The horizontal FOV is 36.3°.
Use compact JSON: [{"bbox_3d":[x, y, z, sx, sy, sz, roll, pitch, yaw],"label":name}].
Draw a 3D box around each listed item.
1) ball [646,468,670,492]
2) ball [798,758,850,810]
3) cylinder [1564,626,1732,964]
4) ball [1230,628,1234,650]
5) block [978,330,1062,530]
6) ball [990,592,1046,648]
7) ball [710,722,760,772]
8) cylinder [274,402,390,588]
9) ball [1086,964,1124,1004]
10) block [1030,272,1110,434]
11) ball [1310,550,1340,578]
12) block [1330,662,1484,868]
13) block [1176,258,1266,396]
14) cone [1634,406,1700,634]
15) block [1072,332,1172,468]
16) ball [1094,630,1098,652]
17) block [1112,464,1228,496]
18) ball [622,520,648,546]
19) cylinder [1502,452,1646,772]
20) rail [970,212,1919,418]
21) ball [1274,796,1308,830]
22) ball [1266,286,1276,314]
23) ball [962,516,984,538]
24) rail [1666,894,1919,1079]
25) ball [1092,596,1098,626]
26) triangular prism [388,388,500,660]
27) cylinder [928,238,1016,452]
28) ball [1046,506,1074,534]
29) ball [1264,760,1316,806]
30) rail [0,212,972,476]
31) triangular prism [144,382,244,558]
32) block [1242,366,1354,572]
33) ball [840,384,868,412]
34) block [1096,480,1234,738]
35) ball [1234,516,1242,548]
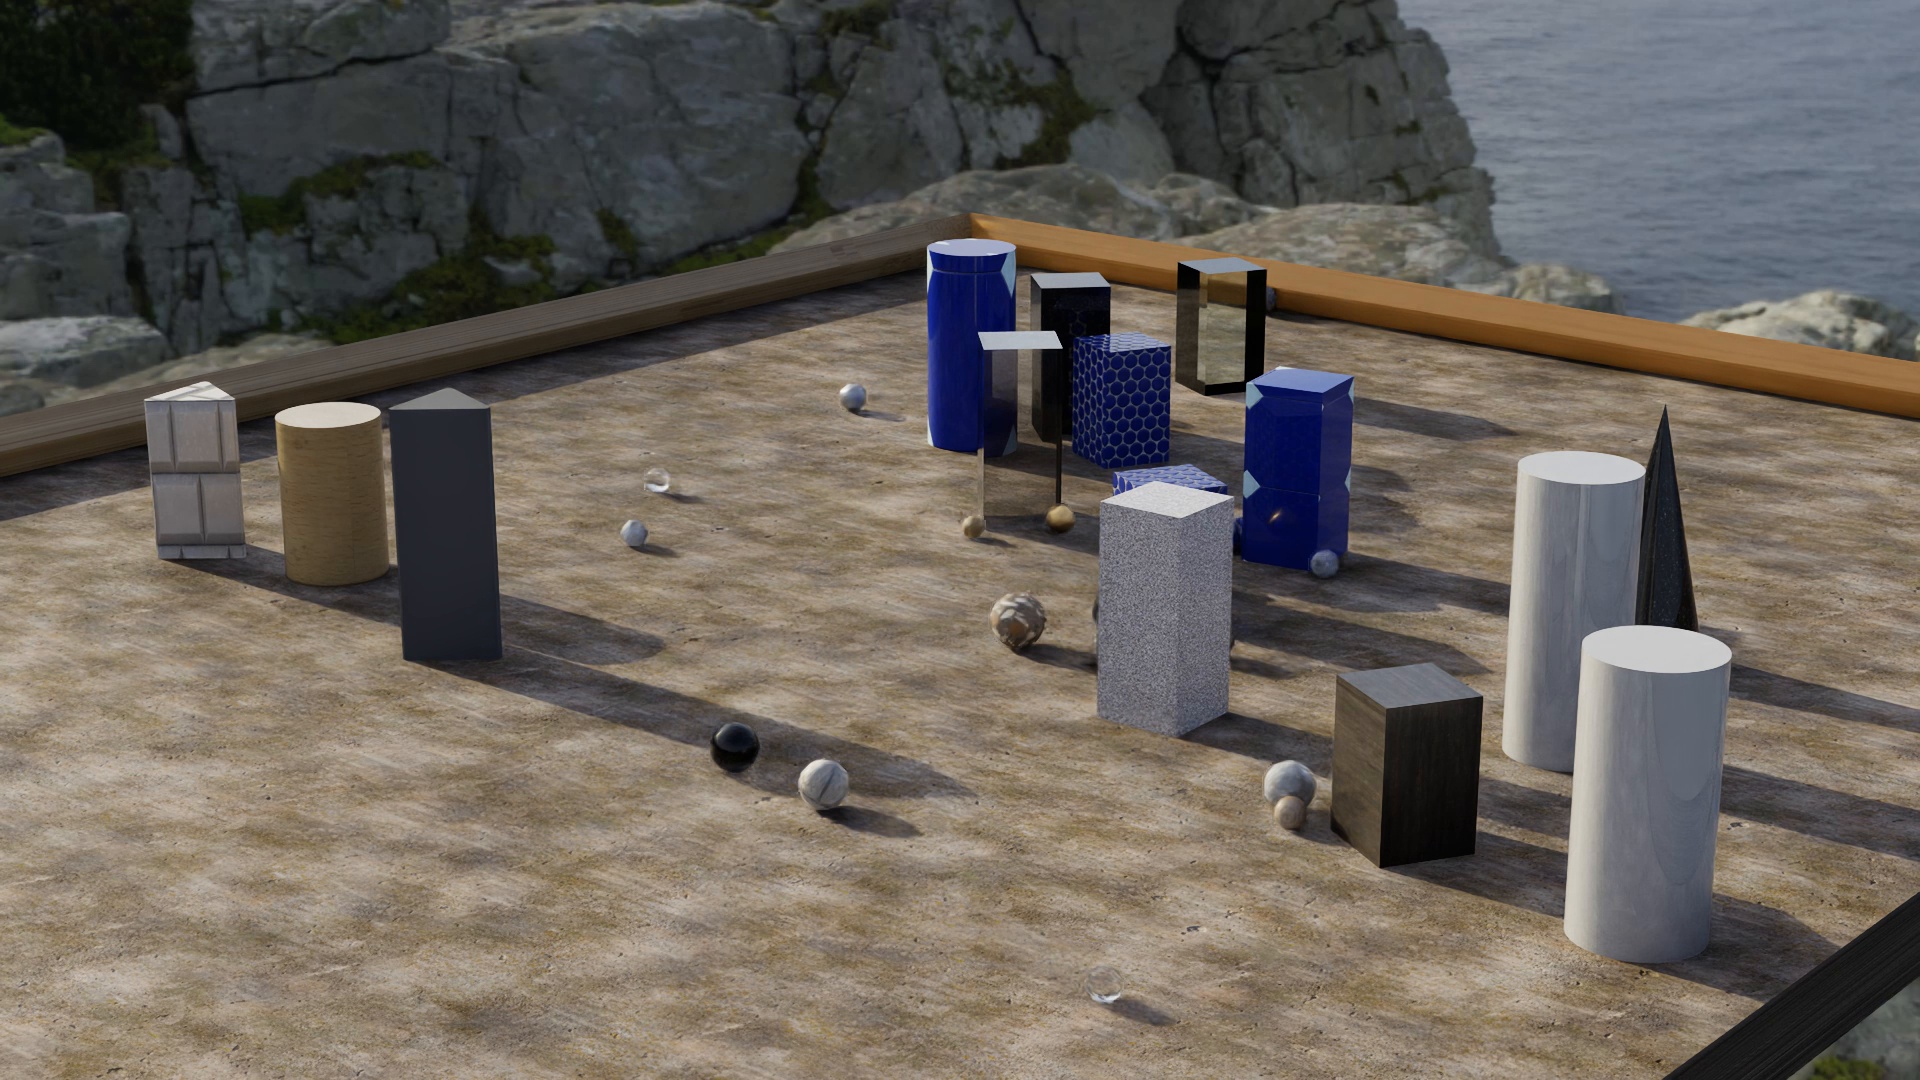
[{"bbox_3d":[-0.590,-0.117,5.729,0.050,0.050,0.050,0,17,0],"label":"ball"},{"bbox_3d":[-0.193,0.347,4.158,0.072,0.072,0.072,0,17,0],"label":"ball"},{"bbox_3d":[0.867,0.320,3.707,0.182,0.385,0.182,0,17,0],"label":"cylinder"},{"bbox_3d":[0.415,0.162,4.780,0.065,0.065,0.065,0,17,0],"label":"ball"},{"bbox_3d":[0.111,-0.206,5.511,0.146,0.346,0.146,-1,17,-4],"label":"block"},{"bbox_3d":[0.096,0.132,4.834,0.091,0.091,0.091,0,17,0],"label":"ball"},{"bbox_3d":[-0.330,0.304,4.297,0.074,0.074,0.074,0,17,0],"label":"ball"},{"bbox_3d":[-1.112,-0.082,5.197,0.182,0.289,0.182,0,17,0],"label":"cylinder"},{"bbox_3d":[0.176,0.540,3.566,0.046,0.046,0.046,0,17,0],"label":"ball"},{"bbox_3d":[0.231,-0.394,6.184,0.146,0.314,0.146,-2,17,-7],"label":"block"},{"bbox_3d":[0.647,0.043,5.200,0.050,0.050,0.050,0,17,0],"label":"ball"},{"bbox_3d":[0.611,0.307,4.018,0.146,0.229,0.146,-6,18,-19],"label":"block"},{"bbox_3d":[0.580,-0.476,6.528,0.146,0.274,0.146,-7,18,-22],"label":"block"},{"bbox_3d":[1.118,-0.009,4.706,0.182,0.435,0.182,0,17,0],"label":"cone"},{"bbox_3d":[0.328,-0.286,5.957,0.146,0.240,0.146,-8,18,-24],"label":"block"},{"bbox_3d":[0.256,0.163,4.754,0.078,0.078,0.078,0,17,0],"label":"ball"},{"bbox_3d":[0.358,0.002,5.035,0.146,0.223,0.146,-6,18,-20],"label":"block"},{"bbox_3d":[-0.598,-0.013,5.385,0.049,0.049,0.049,0,17,0],"label":"ball"},{"bbox_3d":[0.904,0.104,4.326,0.182,0.439,0.182,0,17,0],"label":"cylinder"},{"bbox_3d":[1.466,-0.460,6.737,3.853,0.119,0.045,14,22,39],"label":"rail"},{"bbox_3d":[0.461,0.380,4.092,0.046,0.046,0.046,0,17,0],"label":"ball"},{"bbox_3d":[0.750,-0.597,7.274,0.071,0.071,0.071,0,17,0],"label":"ball"},{"bbox_3d":[0.024,-0.024,5.434,0.043,0.043,0.043,0,17,0],"label":"ball"},{"bbox_3d":[1.437,0.391,3.927,0.045,0.119,4.520,14,22,39],"label":"rail"},{"bbox_3d":[0.260,0.119,4.896,0.079,0.079,0.079,0,17,0],"label":"ball"},{"bbox_3d":[-0.832,-0.027,4.790,0.158,0.422,0.137,-1,17,-2],"label":"triangular prism"},{"bbox_3d":[0.024,-0.402,6.050,0.182,0.409,0.182,0,17,0],"label":"cylinder"},{"bbox_3d":[0.186,-0.038,5.464,0.052,0.052,0.052,0,17,0],"label":"ball"},{"bbox_3d":[0.466,0.349,4.147,0.074,0.074,0.074,0,17,0],"label":"ball"},{"bbox_3d":[-1.437,-0.332,6.315,0.045,0.119,4.520,14,22,39],"label":"rail"},{"bbox_3d":[-1.379,-0.129,5.343,0.158,0.295,0.137,0,17,-2],"label":"triangular prism"},{"bbox_3d":[0.608,-0.129,5.285,0.146,0.330,0.146,9,19,28],"label":"block"},{"bbox_3d":[-0.231,-0.309,6.342,0.060,0.060,0.060,0,17,0],"label":"ball"},{"bbox_3d":[0.314,0.104,4.485,0.146,0.347,0.146,13,21,36],"label":"block"},{"bbox_3d":[0.518,-0.013,5.369,0.059,0.059,0.059,0,17,0],"label":"ball"}]
